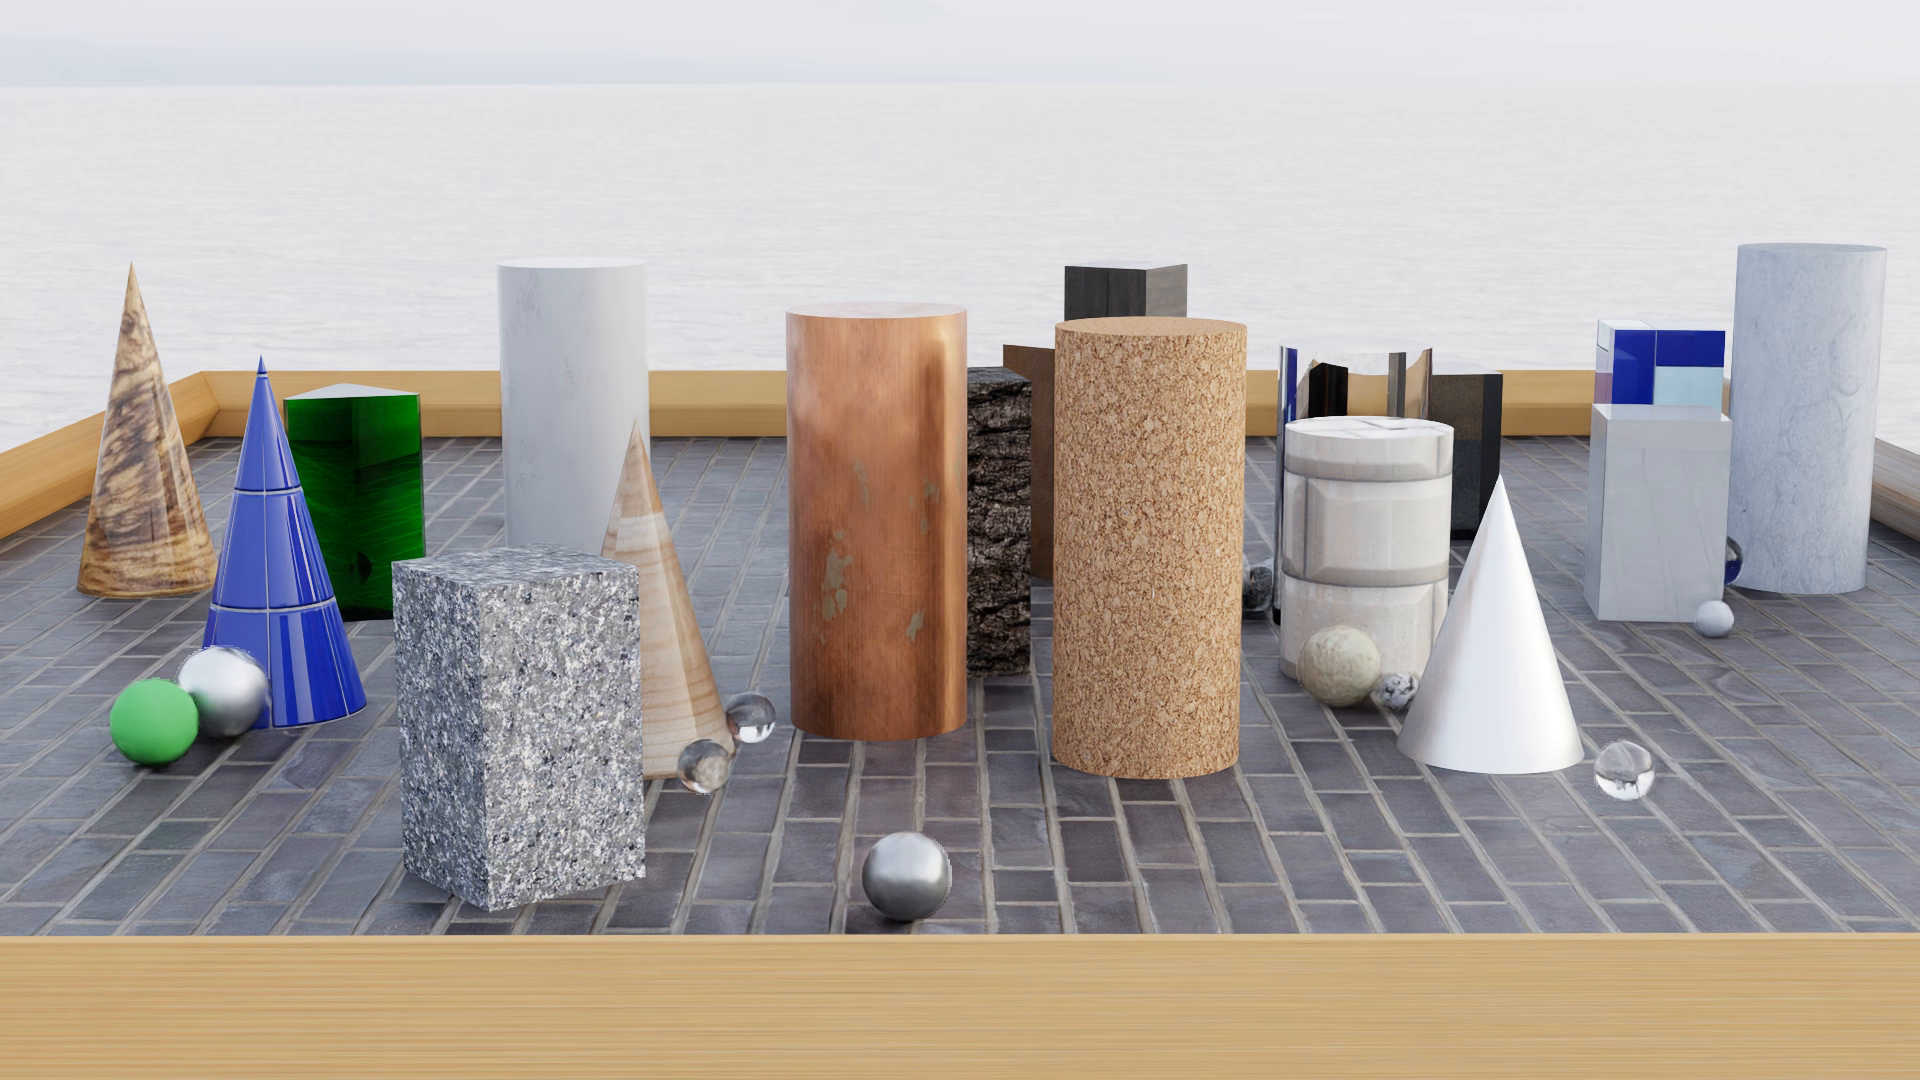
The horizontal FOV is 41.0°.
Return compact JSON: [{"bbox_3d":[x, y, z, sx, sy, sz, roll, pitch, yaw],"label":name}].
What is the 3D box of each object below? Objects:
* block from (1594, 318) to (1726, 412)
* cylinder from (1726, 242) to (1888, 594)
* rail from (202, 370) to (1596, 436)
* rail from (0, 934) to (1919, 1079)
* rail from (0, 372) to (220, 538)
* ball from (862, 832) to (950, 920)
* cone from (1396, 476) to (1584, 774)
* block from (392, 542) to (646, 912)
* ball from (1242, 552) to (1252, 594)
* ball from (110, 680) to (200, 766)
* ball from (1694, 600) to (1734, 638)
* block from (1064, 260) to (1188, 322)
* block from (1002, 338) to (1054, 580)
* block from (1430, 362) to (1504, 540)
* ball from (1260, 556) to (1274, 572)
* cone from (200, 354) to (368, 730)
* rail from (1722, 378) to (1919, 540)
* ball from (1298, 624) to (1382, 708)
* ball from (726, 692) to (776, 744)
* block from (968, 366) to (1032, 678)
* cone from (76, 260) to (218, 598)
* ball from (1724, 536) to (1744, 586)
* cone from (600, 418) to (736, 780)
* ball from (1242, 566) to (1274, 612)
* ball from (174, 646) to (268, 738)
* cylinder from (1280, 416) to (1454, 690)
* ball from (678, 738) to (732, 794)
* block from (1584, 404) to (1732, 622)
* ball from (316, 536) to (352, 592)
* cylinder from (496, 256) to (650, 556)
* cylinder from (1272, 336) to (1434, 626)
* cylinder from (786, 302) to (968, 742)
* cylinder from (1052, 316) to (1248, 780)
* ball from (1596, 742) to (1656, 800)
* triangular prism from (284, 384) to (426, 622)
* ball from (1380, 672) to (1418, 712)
[{"bbox_3d":[1.049,-0.153,3.873,0.160,0.344,0.160,1,11,5],"label":"block"},{"bbox_3d":[1.194,-0.176,3.638,0.200,0.475,0.200,0,10,0],"label":"cylinder"},{"bbox_3d":[-0.010,-0.268,5.081,2.990,0.130,0.045,0,10,0],"label":"rail"},{"bbox_3d":[0.010,0.335,1.816,2.990,0.130,0.045,0,10,0],"label":"rail"},{"bbox_3d":[-1.471,0.035,3.440,0.045,0.130,3.368,0,10,0],"label":"rail"},{"bbox_3d":[-0.047,0.290,2.213,0.076,0.076,0.076,0,10,0],"label":"ball"},{"bbox_3d":[0.572,0.077,2.744,0.200,0.302,0.200,0,10,0],"label":"cone"},{"bbox_3d":[-0.398,0.163,2.319,0.160,0.287,0.160,-8,13,-38],"label":"block"},{"bbox_3d":[0.344,0.044,3.421,0.087,0.087,0.087,0,10,0],"label":"ball"},{"bbox_3d":[-0.848,0.192,2.701,0.091,0.091,0.091,0,10,0],"label":"ball"},{"bbox_3d":[0.973,0.102,3.310,0.048,0.048,0.048,0,10,0],"label":"ball"},{"bbox_3d":[0.291,-0.293,4.523,0.160,0.384,0.160,6,12,31],"label":"block"},{"bbox_3d":[0.174,-0.119,3.718,0.160,0.333,0.160,9,14,40],"label":"block"},{"bbox_3d":[0.749,-0.142,4.045,0.160,0.259,0.160,-1,11,-6],"label":"block"},{"bbox_3d":[0.438,0.054,3.523,0.064,0.064,0.064,0,10,0],"label":"ball"},{"bbox_3d":[-0.783,-0.008,2.911,0.200,0.409,0.200,0,10,0],"label":"cone"},{"bbox_3d":[1.471,0.032,3.457,0.045,0.130,3.368,0,10,0],"label":"rail"},{"bbox_3d":[0.436,0.145,2.947,0.095,0.095,0.095,0,10,0],"label":"ball"},{"bbox_3d":[-0.228,0.193,2.794,0.055,0.055,0.055,0,10,0],"label":"ball"},{"bbox_3d":[-0.009,-0.024,3.135,0.160,0.358,0.160,-2,11,-11],"label":"block"},{"bbox_3d":[-1.153,-0.164,3.610,0.200,0.462,0.200,0,10,0],"label":"cone"},{"bbox_3d":[1.067,0.029,3.622,0.077,0.077,0.077,0,10,0],"label":"ball"},{"bbox_3d":[-0.339,0.050,2.714,0.200,0.366,0.200,0,10,0],"label":"cone"},{"bbox_3d":[0.401,0.066,3.465,0.062,0.062,0.062,0,10,0],"label":"ball"},{"bbox_3d":[-0.807,0.167,2.803,0.100,0.100,0.100,0,10,0],"label":"ball"},{"bbox_3d":[0.490,0.012,3.101,0.200,0.300,0.200,0,10,0],"label":"cylinder"},{"bbox_3d":[-0.259,0.229,2.601,0.055,0.055,0.055,0,10,0],"label":"ball"},{"bbox_3d":[0.938,-0.039,3.459,0.160,0.269,0.160,1,11,6],"label":"block"},{"bbox_3d":[-0.889,0.036,3.571,0.082,0.082,0.082,0,10,0],"label":"ball"},{"bbox_3d":[-0.522,-0.144,3.490,0.200,0.466,0.200,0,10,0],"label":"cylinder"},{"bbox_3d":[0.516,-0.074,3.376,0.200,0.368,0.200,0,10,0],"label":"cylinder"},{"bbox_3d":[-0.092,-0.026,2.859,0.200,0.462,0.200,0,10,0],"label":"cylinder"},{"bbox_3d":[0.199,0.003,2.710,0.200,0.460,0.200,0,10,0],"label":"cylinder"},{"bbox_3d":[0.668,0.232,2.575,0.059,0.059,0.059,0,10,0],"label":"ball"},{"bbox_3d":[-0.819,-0.053,3.456,0.173,0.300,0.150,-3,11,-18],"label":"triangular prism"},{"bbox_3d":[0.502,0.174,2.924,0.046,0.046,0.046,0,10,0],"label":"ball"}]
